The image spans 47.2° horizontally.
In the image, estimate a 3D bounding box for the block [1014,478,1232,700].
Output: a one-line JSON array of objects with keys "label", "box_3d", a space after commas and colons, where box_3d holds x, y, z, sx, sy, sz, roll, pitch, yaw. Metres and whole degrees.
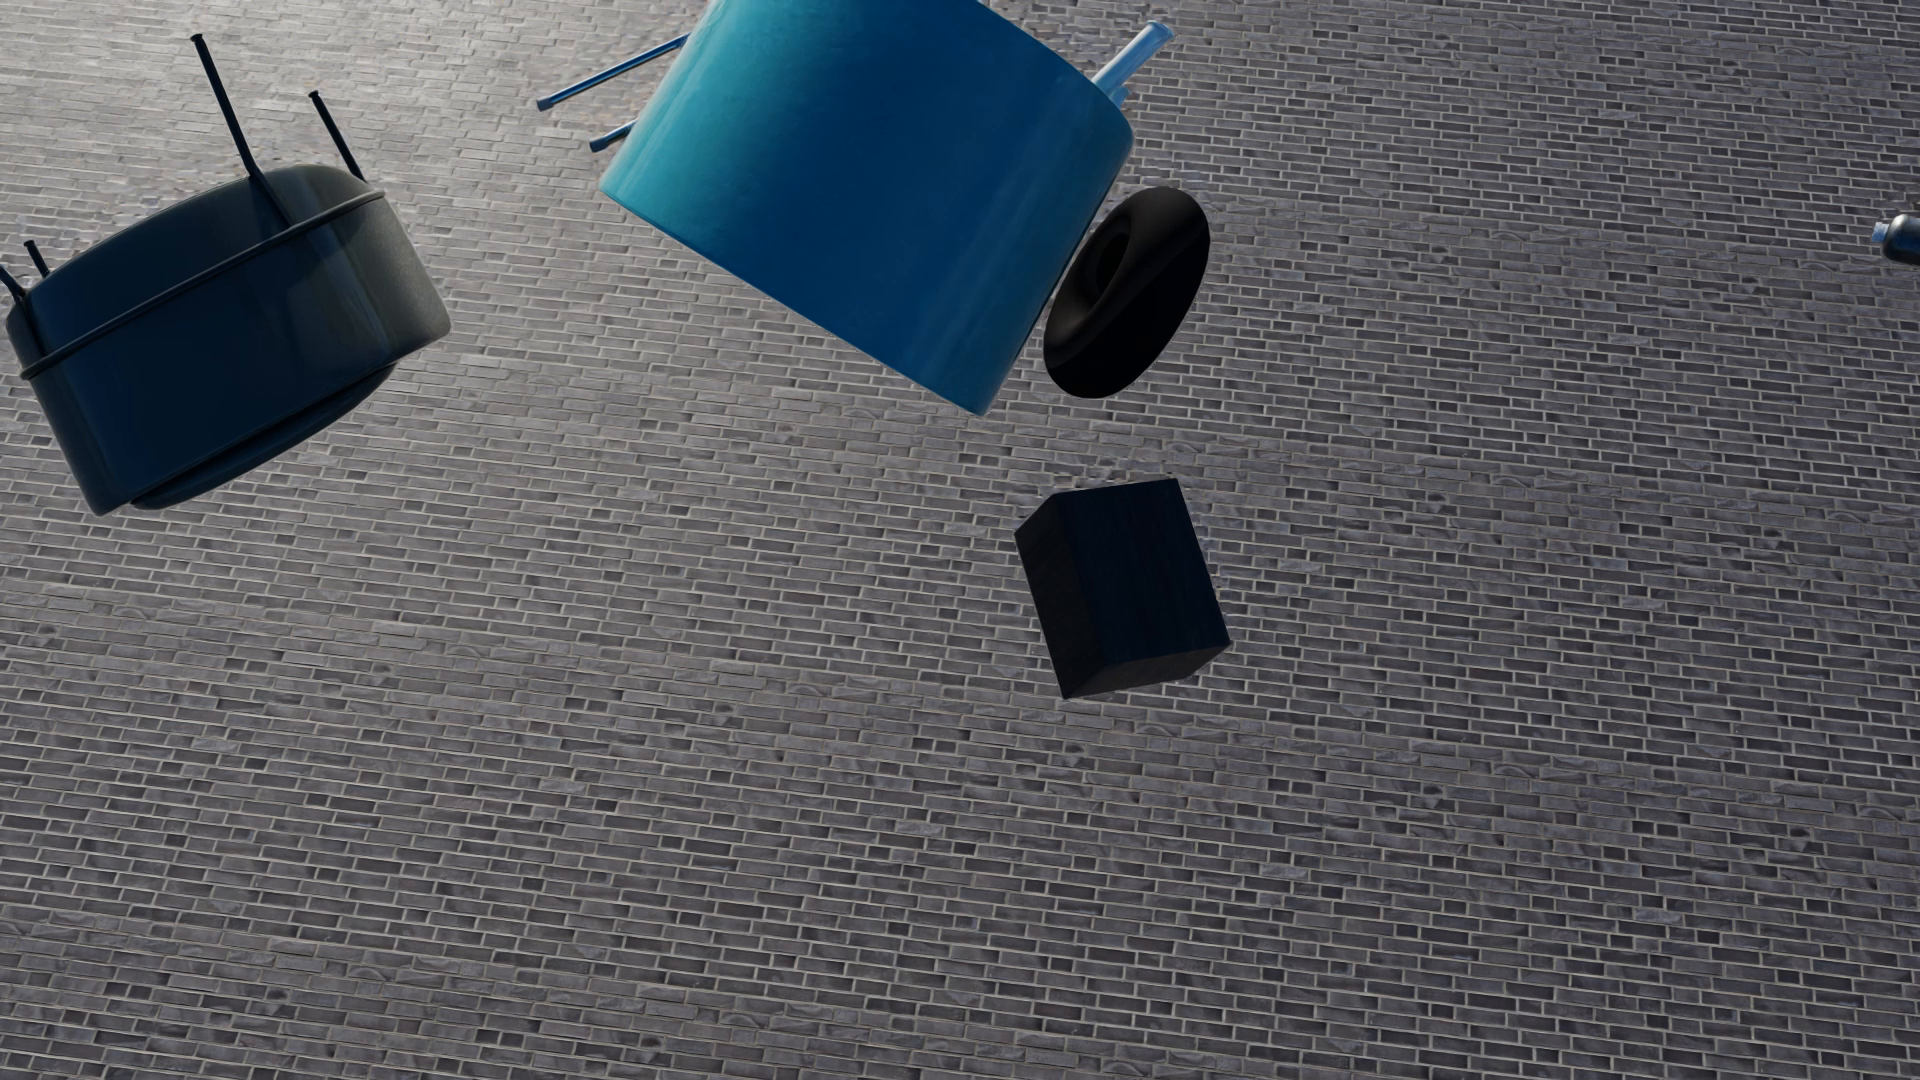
[{"label": "block", "box_3d": [0.268, 0.080, 3.674, 0.238, 0.169, 0.301, -8, 70, -25]}]

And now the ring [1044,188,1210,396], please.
[{"label": "ring", "box_3d": [0.330, -0.496, 4.409, 0.159, 0.463, 0.459, 28, 49, -16]}]
